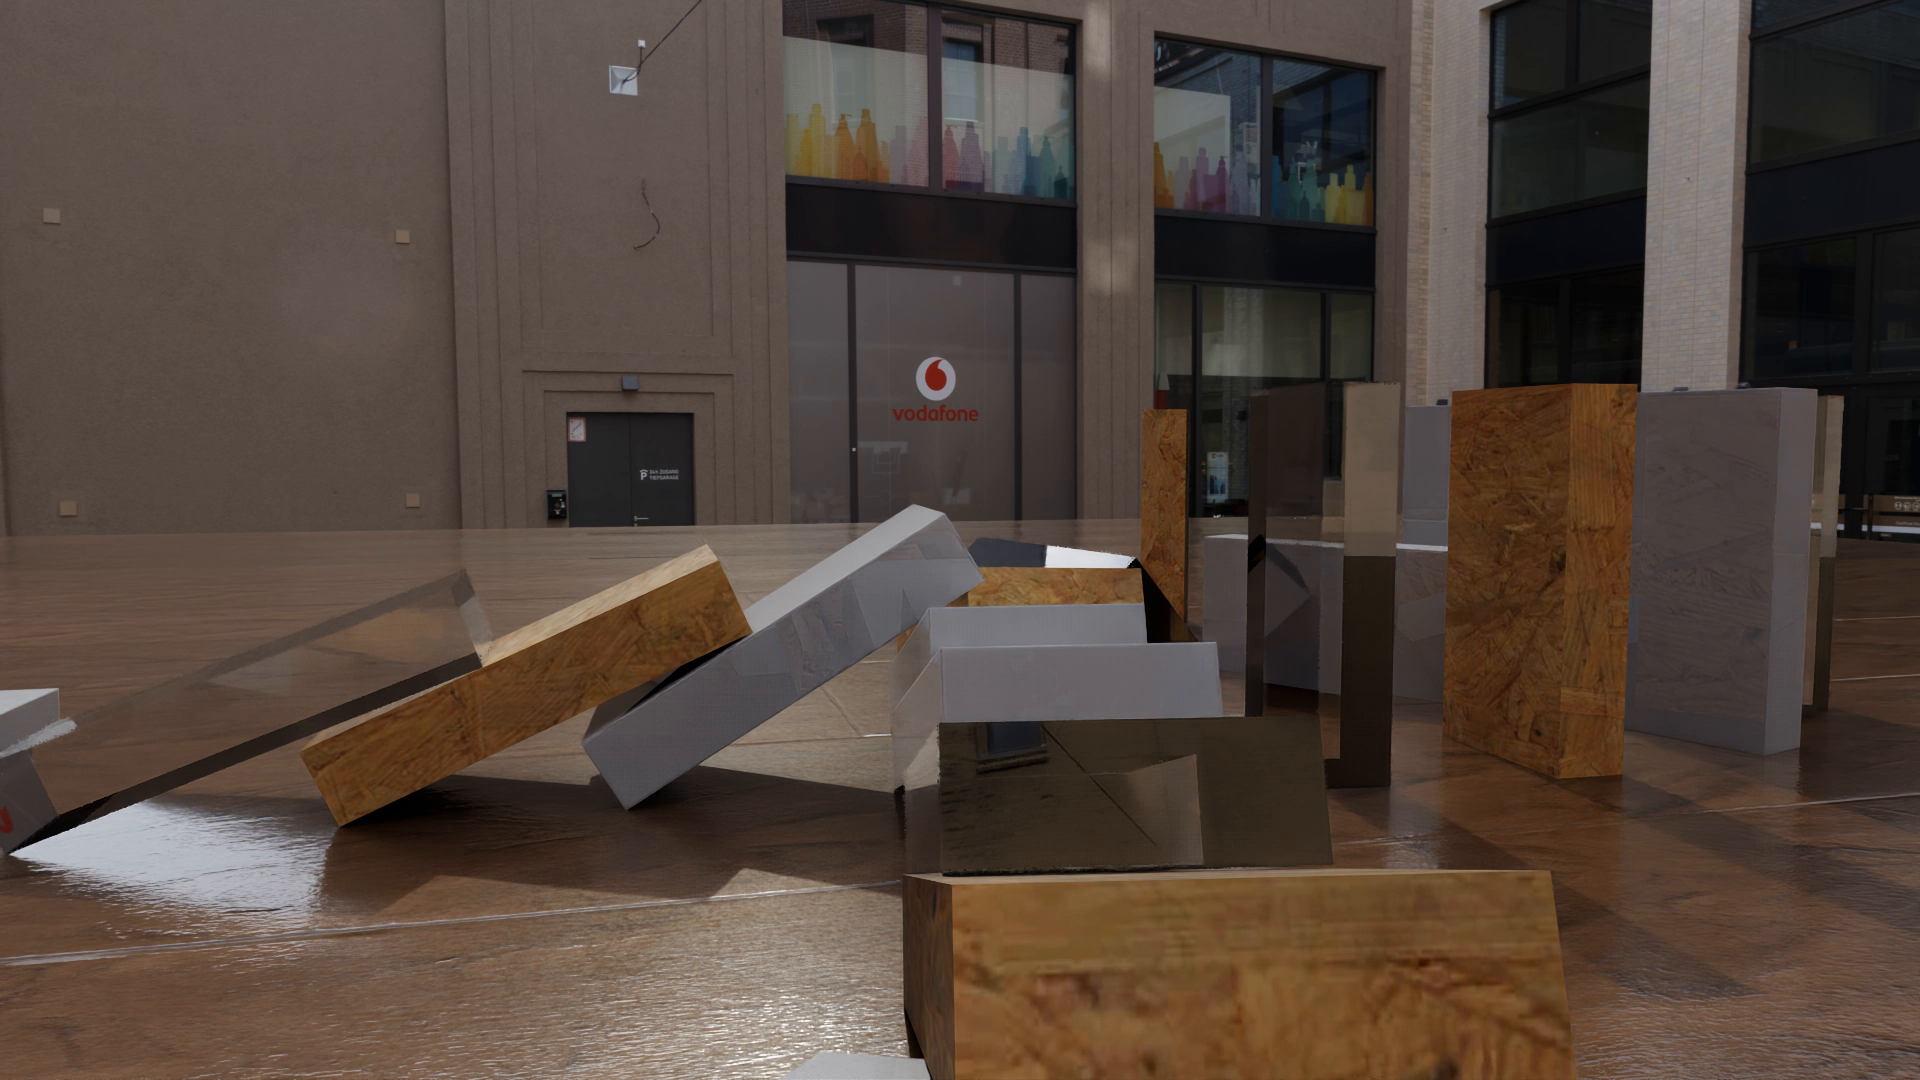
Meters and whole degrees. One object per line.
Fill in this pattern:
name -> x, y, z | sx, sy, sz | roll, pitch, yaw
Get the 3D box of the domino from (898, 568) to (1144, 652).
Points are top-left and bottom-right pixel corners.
domino -> 0.007, 0.015, 0.198 | 0.025, 0.010, 0.050 | 1, -15, -14

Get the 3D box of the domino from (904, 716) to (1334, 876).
domino -> 0.009, 0.022, 0.106 | 0.025, 0.009, 0.050 | 0, -14, -5

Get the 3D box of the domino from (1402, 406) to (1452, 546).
domino -> 0.101, -0.002, 0.264 | 0.009, 0.050, 0.025 | 4, 6, 44

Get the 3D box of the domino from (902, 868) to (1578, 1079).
domino -> 0.010, 0.024, 0.075 | 0.025, 0.010, 0.050 | 0, -14, -5

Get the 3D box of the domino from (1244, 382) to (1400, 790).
domino -> 0.047, 0.005, 0.169 | 0.009, 0.050, 0.025 | -1, 4, -8

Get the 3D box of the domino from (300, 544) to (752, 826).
domino -> -0.052, 0.016, 0.159 | 0.050, 0.009, 0.025 | -25, 10, -11

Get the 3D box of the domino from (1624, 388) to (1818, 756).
domino -> 0.107, 0.004, 0.186 | 0.010, 0.050, 0.025 | -3, 5, -32

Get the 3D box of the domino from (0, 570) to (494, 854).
domino -> -0.082, 0.018, 0.150 | 0.050, 0.010, 0.025 | -22, 10, -15

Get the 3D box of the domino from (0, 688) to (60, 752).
domino -> -0.128, 0.027, 0.147 | 0.025, 0.010, 0.050 | -1, 4, -15

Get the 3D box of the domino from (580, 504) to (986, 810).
domino -> -0.023, 0.013, 0.163 | 0.050, 0.010, 0.025 | -32, 9, -7

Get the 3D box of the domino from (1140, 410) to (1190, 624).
domino -> 0.047, -0.005, 0.295 | 0.009, 0.050, 0.025 | 1, 4, 12

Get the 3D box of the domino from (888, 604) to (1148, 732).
domino -> 0.005, 0.018, 0.169 | 0.025, 0.010, 0.050 | -1, -13, -9

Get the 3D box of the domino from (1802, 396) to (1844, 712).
domino -> 0.127, 0.002, 0.209 | 0.025, 0.050, 0.010 | 1, 4, 12

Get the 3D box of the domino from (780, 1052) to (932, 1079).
domino -> 0.001, 0.027, 0.044 | 0.025, 0.010, 0.050 | 1, -13, 8

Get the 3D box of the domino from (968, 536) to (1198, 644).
domino -> 0.020, 0.013, 0.224 | 0.009, 0.025, 0.050 | -46, 23, -18

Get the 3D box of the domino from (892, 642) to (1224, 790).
domino -> 0.007, 0.020, 0.136 | 0.025, 0.009, 0.050 | 0, -14, -8

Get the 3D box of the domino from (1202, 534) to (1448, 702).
domino -> 0.067, 0.013, 0.230 | 0.009, 0.025, 0.050 | -4, 6, -45

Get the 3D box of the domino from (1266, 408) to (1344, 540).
domino -> 0.076, -0.004, 0.283 | 0.009, 0.050, 0.025 | 3, 5, 31

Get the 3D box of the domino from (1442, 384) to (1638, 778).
domino -> 0.078, 0.004, 0.175 | 0.009, 0.050, 0.025 | -1, 4, -13
